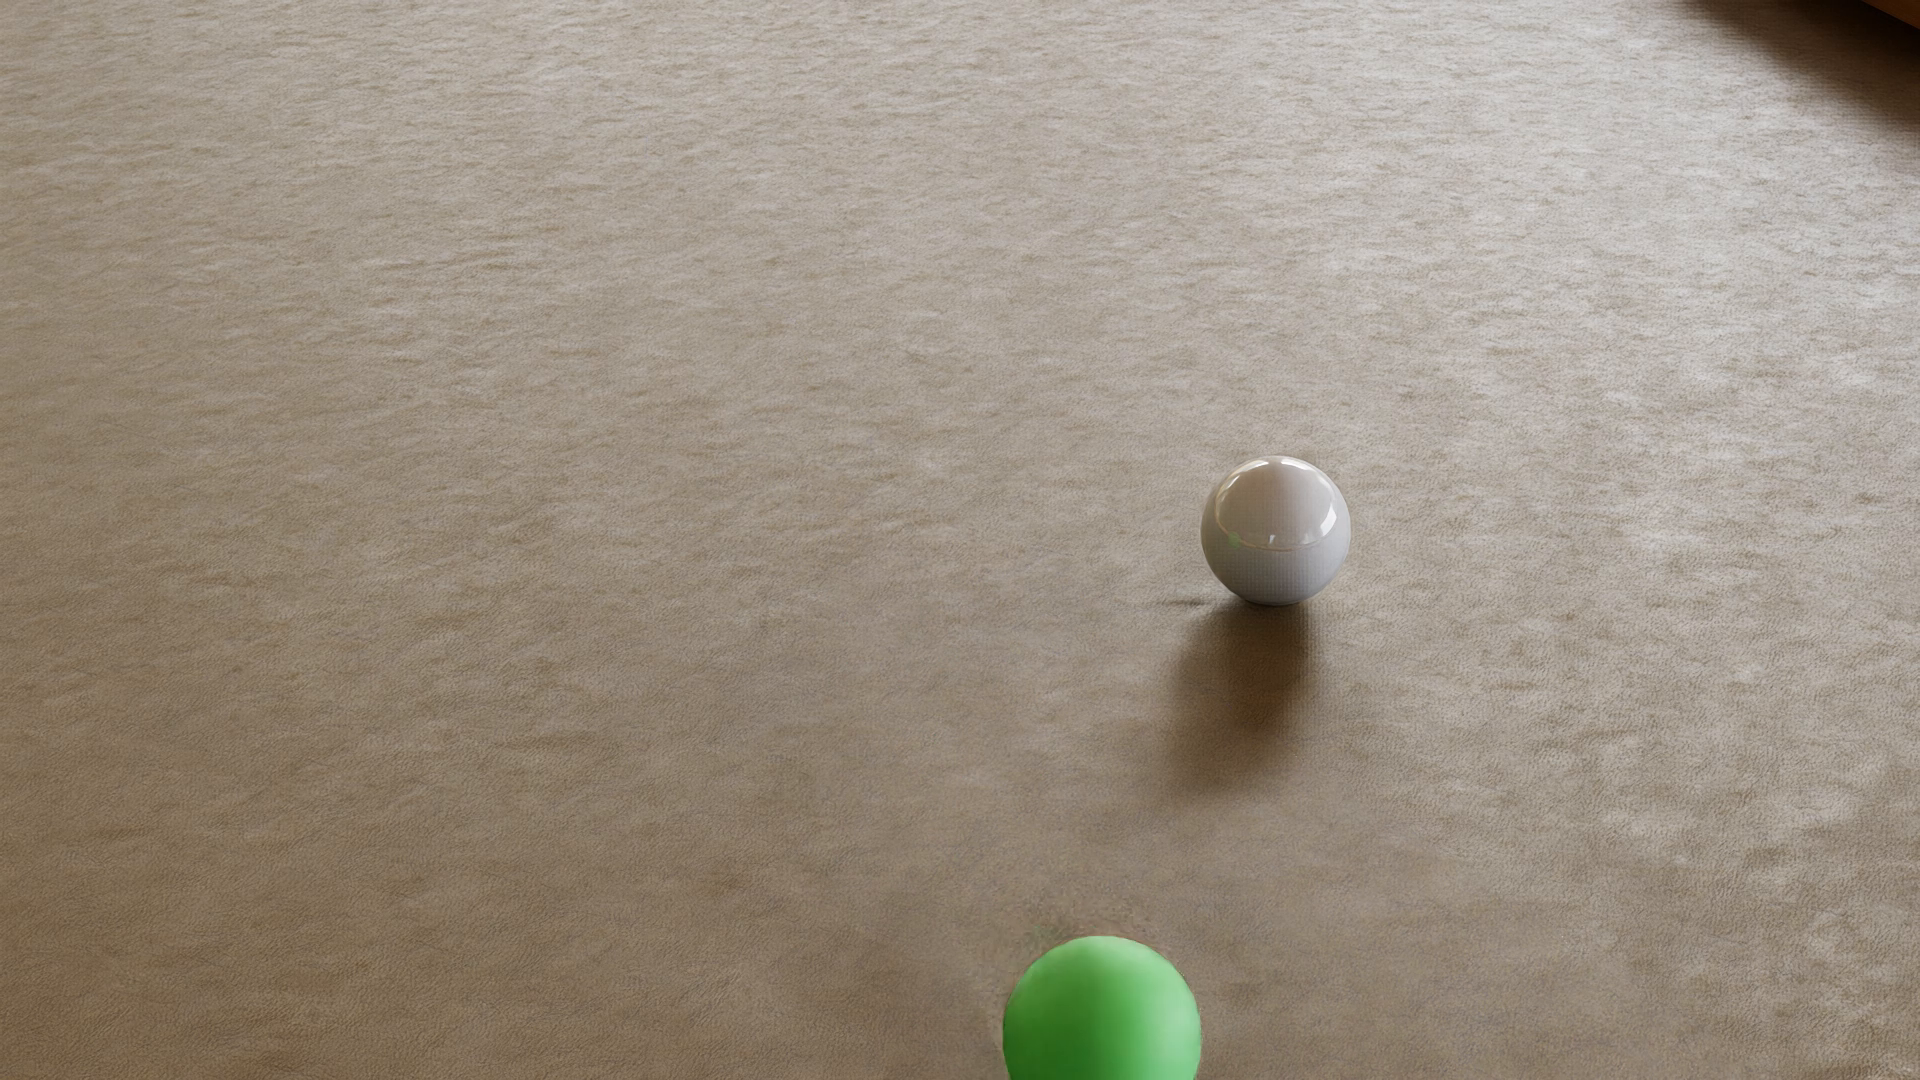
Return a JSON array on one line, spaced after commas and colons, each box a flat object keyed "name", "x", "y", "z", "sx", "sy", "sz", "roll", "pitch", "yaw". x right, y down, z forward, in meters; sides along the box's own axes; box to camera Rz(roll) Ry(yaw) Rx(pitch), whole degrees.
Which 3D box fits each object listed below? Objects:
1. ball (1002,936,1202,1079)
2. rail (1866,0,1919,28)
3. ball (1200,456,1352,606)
[{"name": "ball", "x": 0.065, "y": 0.227, "z": 1.347, "sx": 0.092, "sy": 0.092, "sz": 0.092, "roll": 0, "pitch": 29, "yaw": 0}, {"name": "rail", "x": 0.696, "y": -0.702, "z": 2.965, "sx": 0.045, "sy": 0.119, "sz": 4.188, "roll": -11, "pitch": 31, "yaw": -19}, {"name": "ball", "x": 0.189, "y": -0.006, "z": 1.761, "sx": 0.090, "sy": 0.090, "sz": 0.090, "roll": 0, "pitch": 29, "yaw": 0}]
